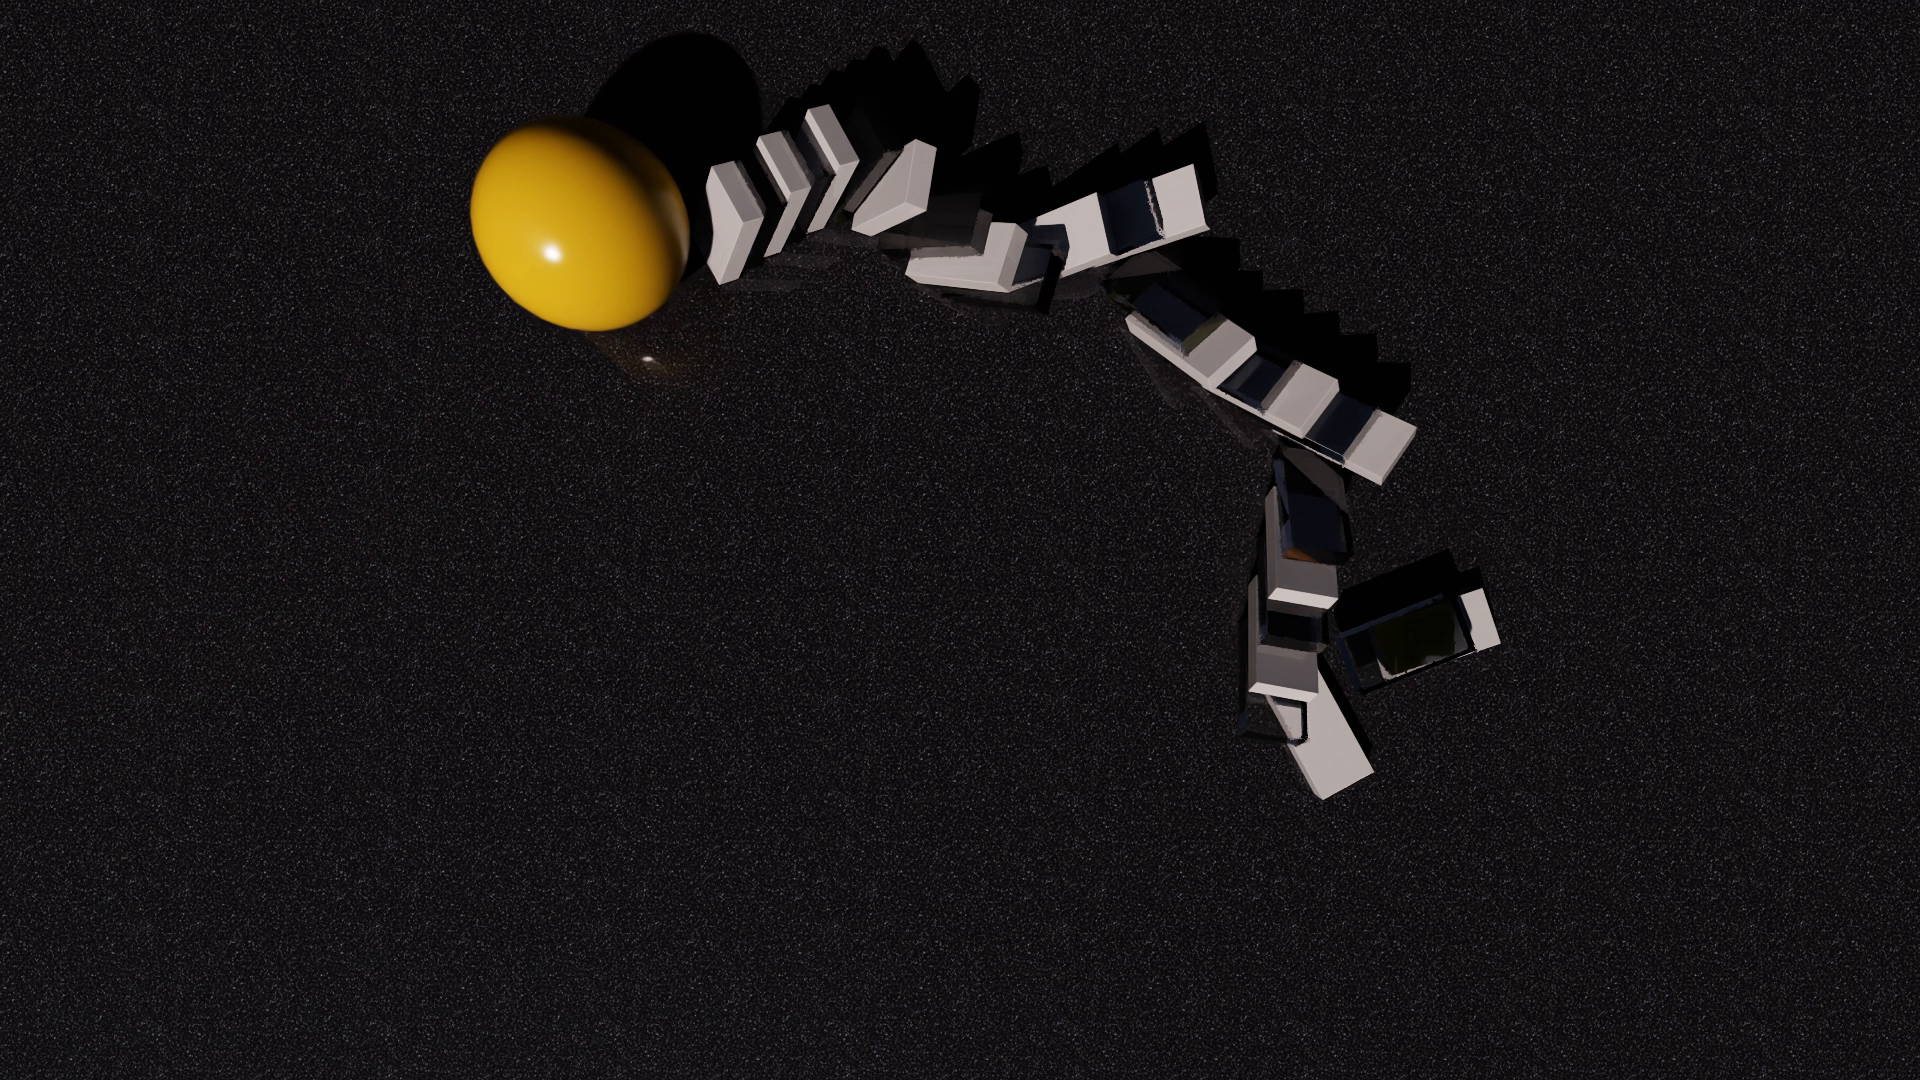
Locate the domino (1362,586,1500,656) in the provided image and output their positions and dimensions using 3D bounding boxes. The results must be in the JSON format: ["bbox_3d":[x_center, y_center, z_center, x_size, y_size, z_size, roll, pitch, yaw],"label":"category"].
[{"bbox_3d":[0.203,0.040,0.395,0.050,0.009,0.025,-18,90,0],"label":"domino"}]

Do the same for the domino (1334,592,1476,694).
[{"bbox_3d":[0.187,0.043,0.386,0.050,0.010,0.025,-22,90,0],"label":"domino"}]

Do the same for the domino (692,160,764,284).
[{"bbox_3d":[-0.096,-0.129,0.376,0.010,0.050,0.025,-29,90,-28],"label":"domino"}]

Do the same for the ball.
[{"bbox_3d":[-0.147,-0.123,0.360,0.080,0.080,0.080,0,90,0],"label":"ball"}]

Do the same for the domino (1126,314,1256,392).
[{"bbox_3d":[0.096,-0.086,0.382,0.025,0.009,0.050,-43,56,0],"label":"domino"}]

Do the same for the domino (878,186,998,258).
[{"bbox_3d":[-0.010,-0.131,0.381,0.050,0.010,0.025,11,87,37],"label":"domino"}]

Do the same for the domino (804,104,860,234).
[{"bbox_3d":[-0.059,-0.151,0.376,0.010,0.050,0.025,-29,90,-28],"label":"domino"}]

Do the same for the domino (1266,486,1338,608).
[{"bbox_3d":[0.142,0.003,0.383,0.025,0.010,0.050,10,59,0],"label":"domino"}]

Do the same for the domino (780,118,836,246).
[{"bbox_3d":[-0.068,-0.145,0.376,0.010,0.050,0.025,-29,90,-28],"label":"domino"}]

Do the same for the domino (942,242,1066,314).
[{"bbox_3d":[0.017,-0.110,0.381,0.050,0.009,0.025,18,93,37],"label":"domino"}]

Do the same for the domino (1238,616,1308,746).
[{"bbox_3d":[0.131,0.059,0.385,0.025,0.010,0.050,9,64,0],"label":"domino"}]

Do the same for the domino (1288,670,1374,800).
[{"bbox_3d":[0.154,0.083,0.395,0.025,0.009,0.050,-29,90,0],"label":"domino"}]

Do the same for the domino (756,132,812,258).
[{"bbox_3d":[-0.078,-0.140,0.376,0.010,0.050,0.025,-29,90,-28],"label":"domino"}]

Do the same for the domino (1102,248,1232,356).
[{"bbox_3d":[0.086,-0.101,0.382,0.025,0.009,0.050,-41,56,0],"label":"domino"}]

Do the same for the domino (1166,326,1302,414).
[{"bbox_3d":[0.113,-0.076,0.383,0.050,0.010,0.025,38,90,32],"label":"domino"}]

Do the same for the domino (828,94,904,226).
[{"bbox_3d":[-0.045,-0.156,0.377,0.010,0.050,0.025,-29,90,-38],"label":"domino"}]

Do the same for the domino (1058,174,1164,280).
[{"bbox_3d":[0.057,-0.130,0.384,0.050,0.009,0.025,-15,89,28],"label":"domino"}]

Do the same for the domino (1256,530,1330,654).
[{"bbox_3d":[0.139,0.021,0.383,0.025,0.010,0.050,9,59,0],"label":"domino"}]

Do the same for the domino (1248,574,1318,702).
[{"bbox_3d":[0.134,0.040,0.382,0.025,0.010,0.050,10,59,1],"label":"domino"}]

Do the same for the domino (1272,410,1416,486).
[{"bbox_3d":[0.160,-0.047,0.384,0.050,0.010,0.025,34,90,27],"label":"domino"}]

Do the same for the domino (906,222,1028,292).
[{"bbox_3d":[0.002,-0.119,0.381,0.050,0.010,0.025,18,91,37],"label":"domino"}]

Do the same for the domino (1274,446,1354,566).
[{"bbox_3d":[0.147,-0.015,0.383,0.025,0.010,0.050,8,58,-1],"label":"domino"}]

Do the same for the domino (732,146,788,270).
[{"bbox_3d":[-0.087,-0.134,0.376,0.010,0.050,0.025,-29,90,-28],"label":"domino"}]

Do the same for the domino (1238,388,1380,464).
[{"bbox_3d":[0.144,-0.055,0.382,0.050,0.009,0.025,36,91,32],"label":"domino"}]

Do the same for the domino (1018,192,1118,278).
[{"bbox_3d":[0.039,-0.123,0.383,0.050,0.010,0.025,-13,90,31],"label":"domino"}]

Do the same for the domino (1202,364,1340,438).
[{"bbox_3d":[0.128,-0.065,0.383,0.050,0.009,0.025,37,91,32],"label":"domino"}]

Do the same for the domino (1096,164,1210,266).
[{"bbox_3d":[0.077,-0.135,0.385,0.050,0.010,0.025,-12,90,27],"label":"domino"}]

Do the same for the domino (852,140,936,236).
[{"bbox_3d":[-0.028,-0.143,0.376,0.009,0.050,0.025,9,90,-31],"label":"domino"}]
